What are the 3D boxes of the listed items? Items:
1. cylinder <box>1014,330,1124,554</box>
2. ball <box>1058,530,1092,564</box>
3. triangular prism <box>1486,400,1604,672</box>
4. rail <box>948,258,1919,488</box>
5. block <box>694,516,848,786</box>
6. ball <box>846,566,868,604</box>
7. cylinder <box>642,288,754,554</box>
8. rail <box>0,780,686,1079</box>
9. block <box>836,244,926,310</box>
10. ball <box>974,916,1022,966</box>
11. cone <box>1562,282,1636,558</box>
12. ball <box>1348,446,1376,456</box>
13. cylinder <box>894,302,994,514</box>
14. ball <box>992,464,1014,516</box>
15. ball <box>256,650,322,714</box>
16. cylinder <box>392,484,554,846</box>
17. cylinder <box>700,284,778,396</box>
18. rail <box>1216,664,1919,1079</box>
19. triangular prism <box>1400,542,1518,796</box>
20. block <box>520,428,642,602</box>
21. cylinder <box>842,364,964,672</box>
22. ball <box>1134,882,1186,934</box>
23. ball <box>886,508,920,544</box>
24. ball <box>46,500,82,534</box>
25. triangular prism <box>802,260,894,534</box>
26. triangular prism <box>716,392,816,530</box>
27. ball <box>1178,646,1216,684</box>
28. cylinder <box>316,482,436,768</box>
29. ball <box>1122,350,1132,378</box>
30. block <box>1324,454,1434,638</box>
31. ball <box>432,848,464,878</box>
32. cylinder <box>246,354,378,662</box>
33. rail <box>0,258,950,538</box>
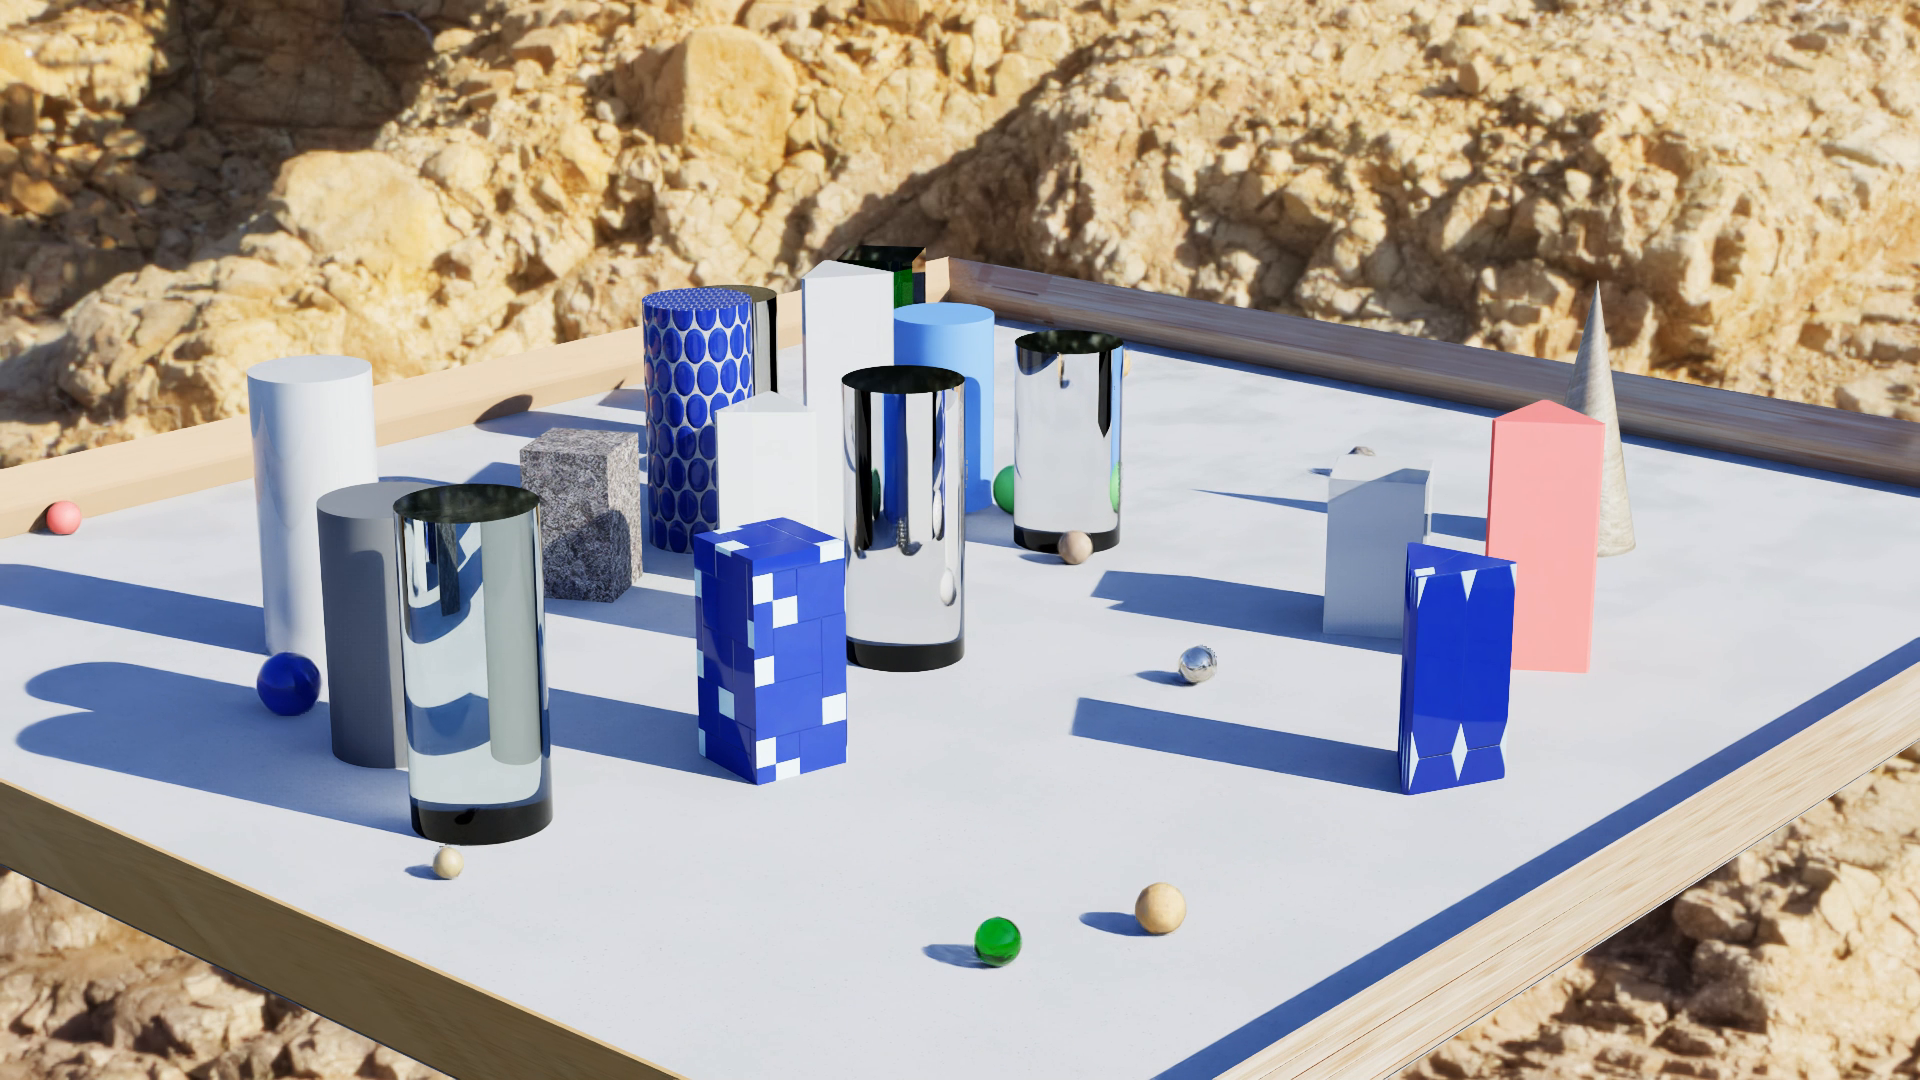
[{"bbox_3d":[0.199,-0.182,5.407,0.199,0.376,0.199,0,17,0],"label":"cylinder"},{"bbox_3d":[0.207,0.013,5.305,0.063,0.063,0.063,0,17,0],"label":"ball"},{"bbox_3d":[0.943,-0.009,4.767,0.173,0.414,0.149,3,17,9],"label":"triangular prism"},{"bbox_3d":[1.141,-0.347,6.378,3.144,0.129,0.045,14,22,39],"label":"rail"},{"bbox_3d":[-0.279,0.161,4.325,0.159,0.343,0.159,-12,21,-35],"label":"block"},{"bbox_3d":[-0.193,0.079,5.082,0.065,0.065,0.065,0,17,0],"label":"ball"},{"bbox_3d":[-0.479,-0.221,5.399,0.199,0.455,0.199,0,17,0],"label":"cylinder"},{"bbox_3d":[-1.141,0.411,3.861,3.144,0.129,0.045,14,22,39],"label":"rail"},{"bbox_3d":[-0.164,-0.416,6.175,0.159,0.381,0.159,3,17,9],"label":"block"},{"bbox_3d":[0.048,0.504,3.677,0.061,0.061,0.061,0,17,0],"label":"ball"},{"bbox_3d":[1.153,-0.234,5.371,0.199,0.497,0.199,0,17,0],"label":"cone"},{"bbox_3d":[0.805,-0.157,5.869,0.062,0.062,0.062,0,17,0],"label":"ball"},{"bbox_3d":[-0.034,-0.255,5.658,0.199,0.371,0.199,0,17,0],"label":"cylinder"},{"bbox_3d":[0.112,-0.096,5.601,0.099,0.099,0.099,0,17,0],"label":"ball"},{"bbox_3d":[-1.041,0.221,4.547,0.100,0.100,0.100,0,17,0],"label":"ball"},{"bbox_3d":[-0.675,0.172,4.080,0.199,0.464,0.199,0,17,0],"label":"cylinder"},{"bbox_3d":[-0.471,-0.341,6.014,0.199,0.331,0.199,0,17,0],"label":"cylinder"},{"bbox_3d":[1.169,0.325,4.148,0.045,0.129,3.528,14,22,39],"label":"rail"},{"bbox_3d":[0.690,0.181,4.284,0.173,0.329,0.149,-7,18,-23],"label":"triangular prism"},{"bbox_3d":[-0.663,-0.045,5.146,0.159,0.265,0.159,4,17,13],"label":"block"},{"bbox_3d":[-0.091,-0.036,4.772,0.199,0.463,0.199,0,17,0],"label":"cylinder"},{"bbox_3d":[0.258,0.474,3.769,0.066,0.066,0.066,0,17,0],"label":"ball"},{"bbox_3d":[-0.105,-0.026,5.428,0.065,0.065,0.065,0,17,0],"label":"ball"},{"bbox_3d":[-1.676,-0.042,5.485,0.064,0.064,0.064,0,17,0],"label":"ball"},{"bbox_3d":[-0.228,-0.269,5.500,0.173,0.490,0.149,-5,18,-17],"label":"triangular prism"},{"bbox_3d":[-0.340,-0.094,5.219,0.173,0.315,0.149,0,17,0],"label":"triangular prism"},{"bbox_3d":[0.378,0.200,4.687,0.059,0.059,0.059,0,17,0],"label":"ball"},{"bbox_3d":[-0.847,0.125,4.373,0.199,0.385,0.199,0,17,0],"label":"cylinder"},{"bbox_3d":[0.350,-0.400,6.648,0.078,0.078,0.078,0,17,0],"label":"ball"},{"bbox_3d":[0.707,0.010,4.954,0.159,0.270,0.159,4,17,13],"label":"block"},{"bbox_3d":[-0.687,0.434,3.942,0.042,0.042,0.042,0,17,0],"label":"ball"},{"bbox_3d":[-1.055,-0.053,4.820,0.199,0.469,0.199,0,17,0],"label":"cylinder"},{"bbox_3d":[-1.169,-0.260,6.092,0.045,0.129,3.528,14,22,39],"label":"rail"}]
